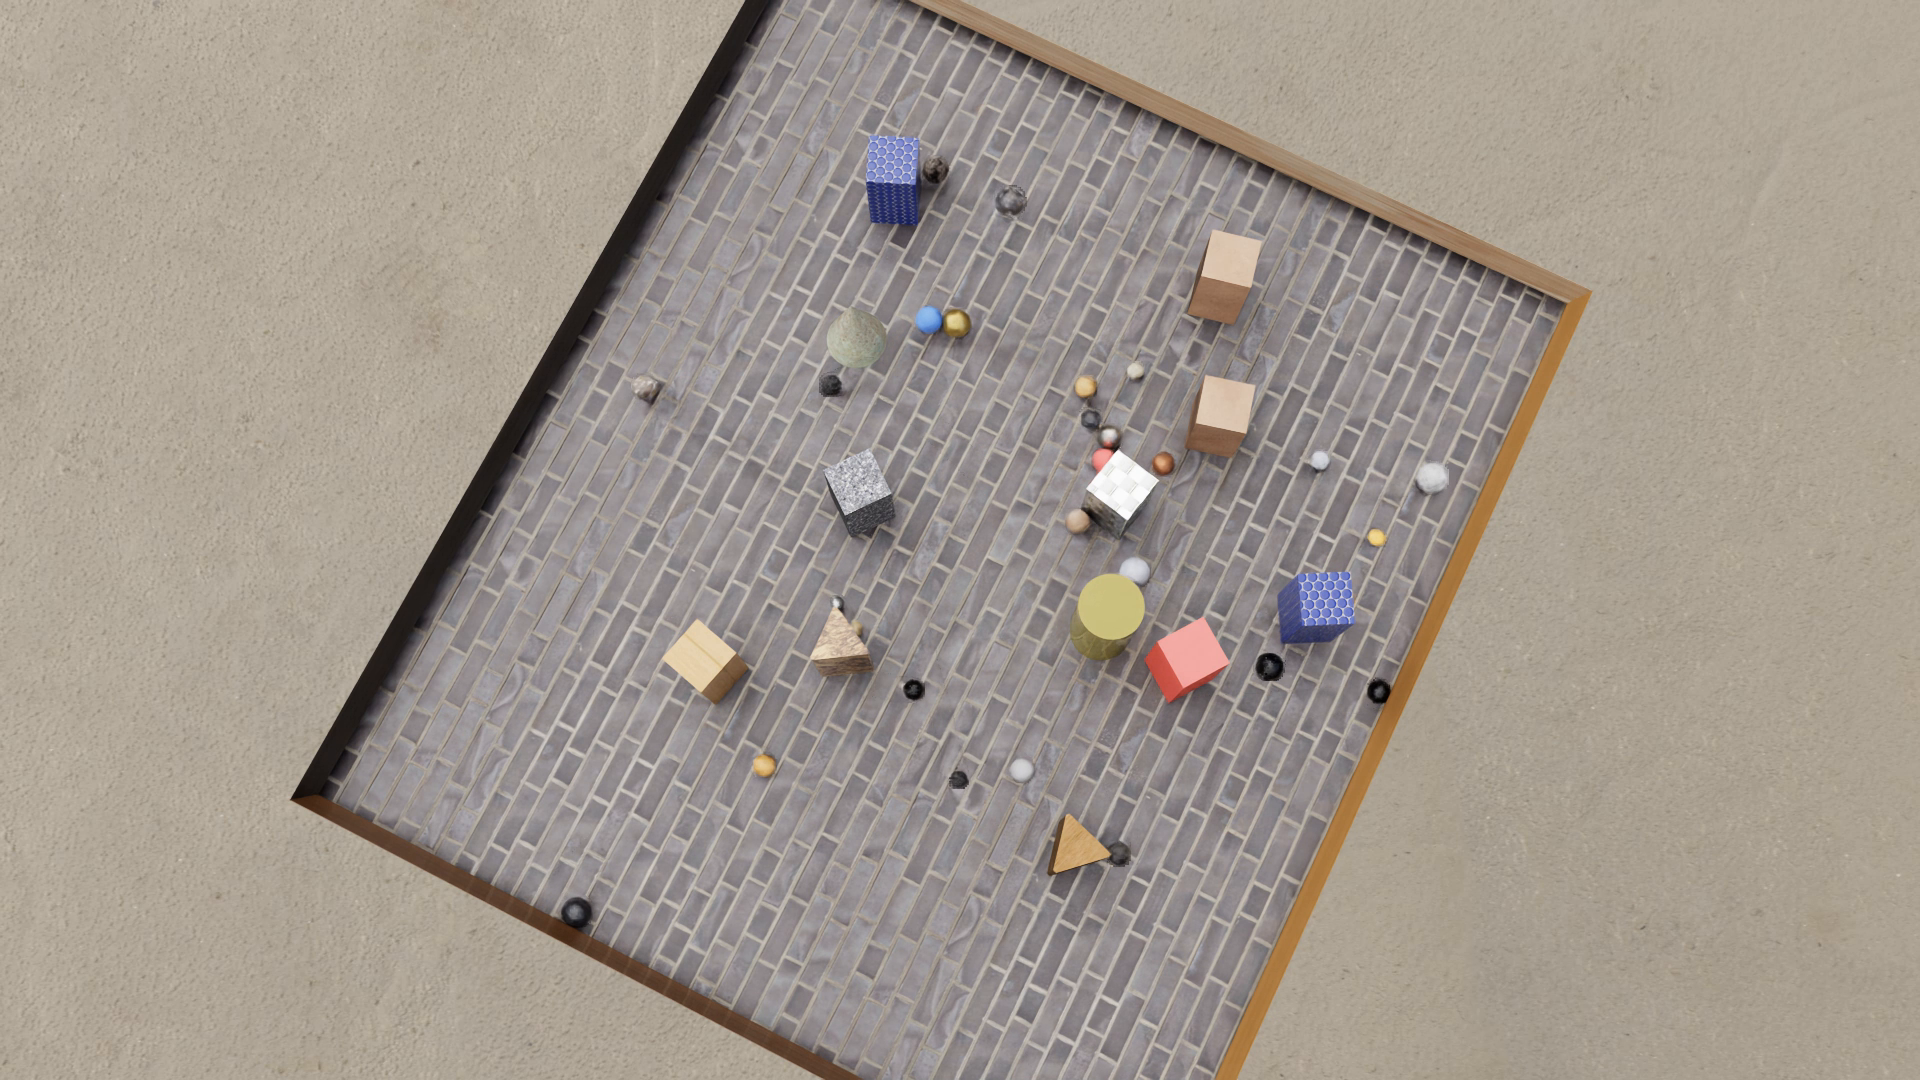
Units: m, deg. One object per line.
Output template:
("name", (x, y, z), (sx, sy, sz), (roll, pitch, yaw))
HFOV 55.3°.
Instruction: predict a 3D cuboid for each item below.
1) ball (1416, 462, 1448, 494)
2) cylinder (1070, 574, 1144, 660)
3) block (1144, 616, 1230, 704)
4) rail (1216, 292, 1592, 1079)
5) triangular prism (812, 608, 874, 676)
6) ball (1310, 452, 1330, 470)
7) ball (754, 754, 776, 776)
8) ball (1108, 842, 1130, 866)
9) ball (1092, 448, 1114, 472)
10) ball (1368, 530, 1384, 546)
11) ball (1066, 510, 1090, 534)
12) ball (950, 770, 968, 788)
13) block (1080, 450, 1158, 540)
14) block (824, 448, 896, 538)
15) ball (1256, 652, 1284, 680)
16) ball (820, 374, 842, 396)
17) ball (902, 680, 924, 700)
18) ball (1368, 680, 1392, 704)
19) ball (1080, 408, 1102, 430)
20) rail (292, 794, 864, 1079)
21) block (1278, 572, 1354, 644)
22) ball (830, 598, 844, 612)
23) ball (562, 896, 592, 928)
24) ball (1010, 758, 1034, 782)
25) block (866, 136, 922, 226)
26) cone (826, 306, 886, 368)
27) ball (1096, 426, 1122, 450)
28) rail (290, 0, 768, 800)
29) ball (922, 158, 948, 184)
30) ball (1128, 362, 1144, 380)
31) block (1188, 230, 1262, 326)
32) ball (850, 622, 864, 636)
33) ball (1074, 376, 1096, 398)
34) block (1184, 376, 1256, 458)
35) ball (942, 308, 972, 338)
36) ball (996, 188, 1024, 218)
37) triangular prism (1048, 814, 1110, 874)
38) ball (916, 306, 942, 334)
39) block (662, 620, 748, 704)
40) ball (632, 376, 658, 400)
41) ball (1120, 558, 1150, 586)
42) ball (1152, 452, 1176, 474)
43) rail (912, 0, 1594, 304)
("ball", (1.444, -0.189, 5.608), (0.093, 0.093, 0.093), (0, 78, 0))
("cylinder", (0.425, 0.230, 5.353), (0.188, 0.422, 0.188), (0, 78, 0))
("block", (0.659, 0.355, 5.353), (0.150, 0.373, 0.150), (-28, 80, -5))
("rail", (1.229, 0.608, 5.427), (0.045, 0.122, 3.141), (26, 80, 5))
("triangular prism", (-0.347, 0.296, 5.367), (0.163, 0.368, 0.141), (-6, 78, -1))
("ball", (1.107, -0.245, 5.638), (0.058, 0.058, 0.058), (0, 78, 0))
("ball", (-0.582, 0.669, 5.444), (0.066, 0.066, 0.066), (0, 78, 0))
("ball", (0.467, 0.922, 5.391), (0.069, 0.069, 0.069), (0, 78, 0))
("ball", (0.443, -0.244, 5.630), (0.073, 0.073, 0.073), (0, 78, 0))
("ball", (1.271, -0.008, 5.592), (0.051, 0.051, 0.051), (0, 78, 0))
("ball", (0.362, -0.055, 5.590), (0.075, 0.075, 0.075), (0, 78, 0))
("ball", (-0.003, 0.711, 5.443), (0.051, 0.051, 0.051), (0, 78, 0))
("block", (0.474, -0.131, 5.490), (0.150, 0.300, 0.150), (38, 81, 7))
("block", (-0.298, -0.137, 5.482), (0.150, 0.319, 0.150), (-25, 79, -5))
("ball", (0.928, 0.379, 5.495), (0.083, 0.083, 0.083), (0, 78, 0))
("ball", (-0.400, -0.479, 5.682), (0.066, 0.066, 0.066), (0, 78, 0))
("ball", (-0.141, 0.449, 5.491), (0.063, 0.063, 0.063), (0, 78, 0))
("ball", (1.255, 0.455, 5.486), (0.071, 0.071, 0.071), (0, 78, 0))
("ball", (0.405, -0.373, 5.660), (0.065, 0.065, 0.065), (0, 78, 0))
("rail", (-0.692, 1.361, 5.272), (2.796, 0.122, 0.045), (26, 80, 5))
("block", (1.044, 0.203, 5.395), (0.150, 0.352, 0.150), (-3, 78, -1))
("ball", (-0.370, 0.195, 5.554), (0.043, 0.043, 0.043), (0, 78, 0))
("ball", (-1.119, 1.086, 5.347), (0.087, 0.087, 0.087), (0, 78, 0))
("ball", (0.183, 0.682, 5.440), (0.069, 0.069, 0.069), (0, 78, 0))
("block", (-0.204, -1.111, 5.678), (0.150, 0.329, 0.150), (4, 78, 1))
("cone", (-0.324, -0.662, 5.590), (0.188, 0.319, 0.188), (0, 78, 0))
("ball", (0.459, -0.315, 5.643), (0.075, 0.075, 0.075), (0, 78, 0))
("rail", (-1.229, -0.595, 5.676), (0.045, 0.122, 3.141), (26, 80, 5))
("ball", (-0.078, -1.173, 5.817), (0.083, 0.083, 0.083), (0, 78, 0))
("ball", (0.546, -0.526, 5.699), (0.052, 0.052, 0.052), (0, 78, 0))
("block", (0.805, -0.799, 5.604), (0.150, 0.348, 0.150), (14, 79, 3))
("ball", (-0.314, 0.269, 5.538), (0.045, 0.045, 0.045), (0, 78, 0))
("ball", (0.388, -0.473, 5.680), (0.066, 0.066, 0.066), (0, 78, 0))
("block", (0.783, -0.371, 5.543), (0.150, 0.293, 0.150), (12, 79, 2))
("ball", (-0.010, -0.675, 5.710), (0.090, 0.090, 0.090), (0, 78, 0))
("ball", (0.158, -1.066, 5.789), (0.094, 0.094, 0.094), (0, 78, 0))
("triangular prism", (0.318, 0.863, 5.248), (0.163, 0.372, 0.141), (-16, 79, -3))
("ball", (-0.097, -0.686, 5.715), (0.085, 0.085, 0.085), (0, 78, 0))
("block", (-0.744, 0.362, 5.379), (0.150, 0.319, 0.150), (40, 81, 8))
("ball", (-0.975, -0.472, 5.675), (0.077, 0.077, 0.077), (0, 78, 0))
("ball", (0.529, 0.098, 5.550), (0.090, 0.090, 0.090), (0, 78, 0))
("ball", (0.626, -0.235, 5.629), (0.072, 0.072, 0.072), (0, 78, 0))
("rail", (0.692, -1.348, 5.832), (2.796, 0.122, 0.045), (26, 80, 5))
